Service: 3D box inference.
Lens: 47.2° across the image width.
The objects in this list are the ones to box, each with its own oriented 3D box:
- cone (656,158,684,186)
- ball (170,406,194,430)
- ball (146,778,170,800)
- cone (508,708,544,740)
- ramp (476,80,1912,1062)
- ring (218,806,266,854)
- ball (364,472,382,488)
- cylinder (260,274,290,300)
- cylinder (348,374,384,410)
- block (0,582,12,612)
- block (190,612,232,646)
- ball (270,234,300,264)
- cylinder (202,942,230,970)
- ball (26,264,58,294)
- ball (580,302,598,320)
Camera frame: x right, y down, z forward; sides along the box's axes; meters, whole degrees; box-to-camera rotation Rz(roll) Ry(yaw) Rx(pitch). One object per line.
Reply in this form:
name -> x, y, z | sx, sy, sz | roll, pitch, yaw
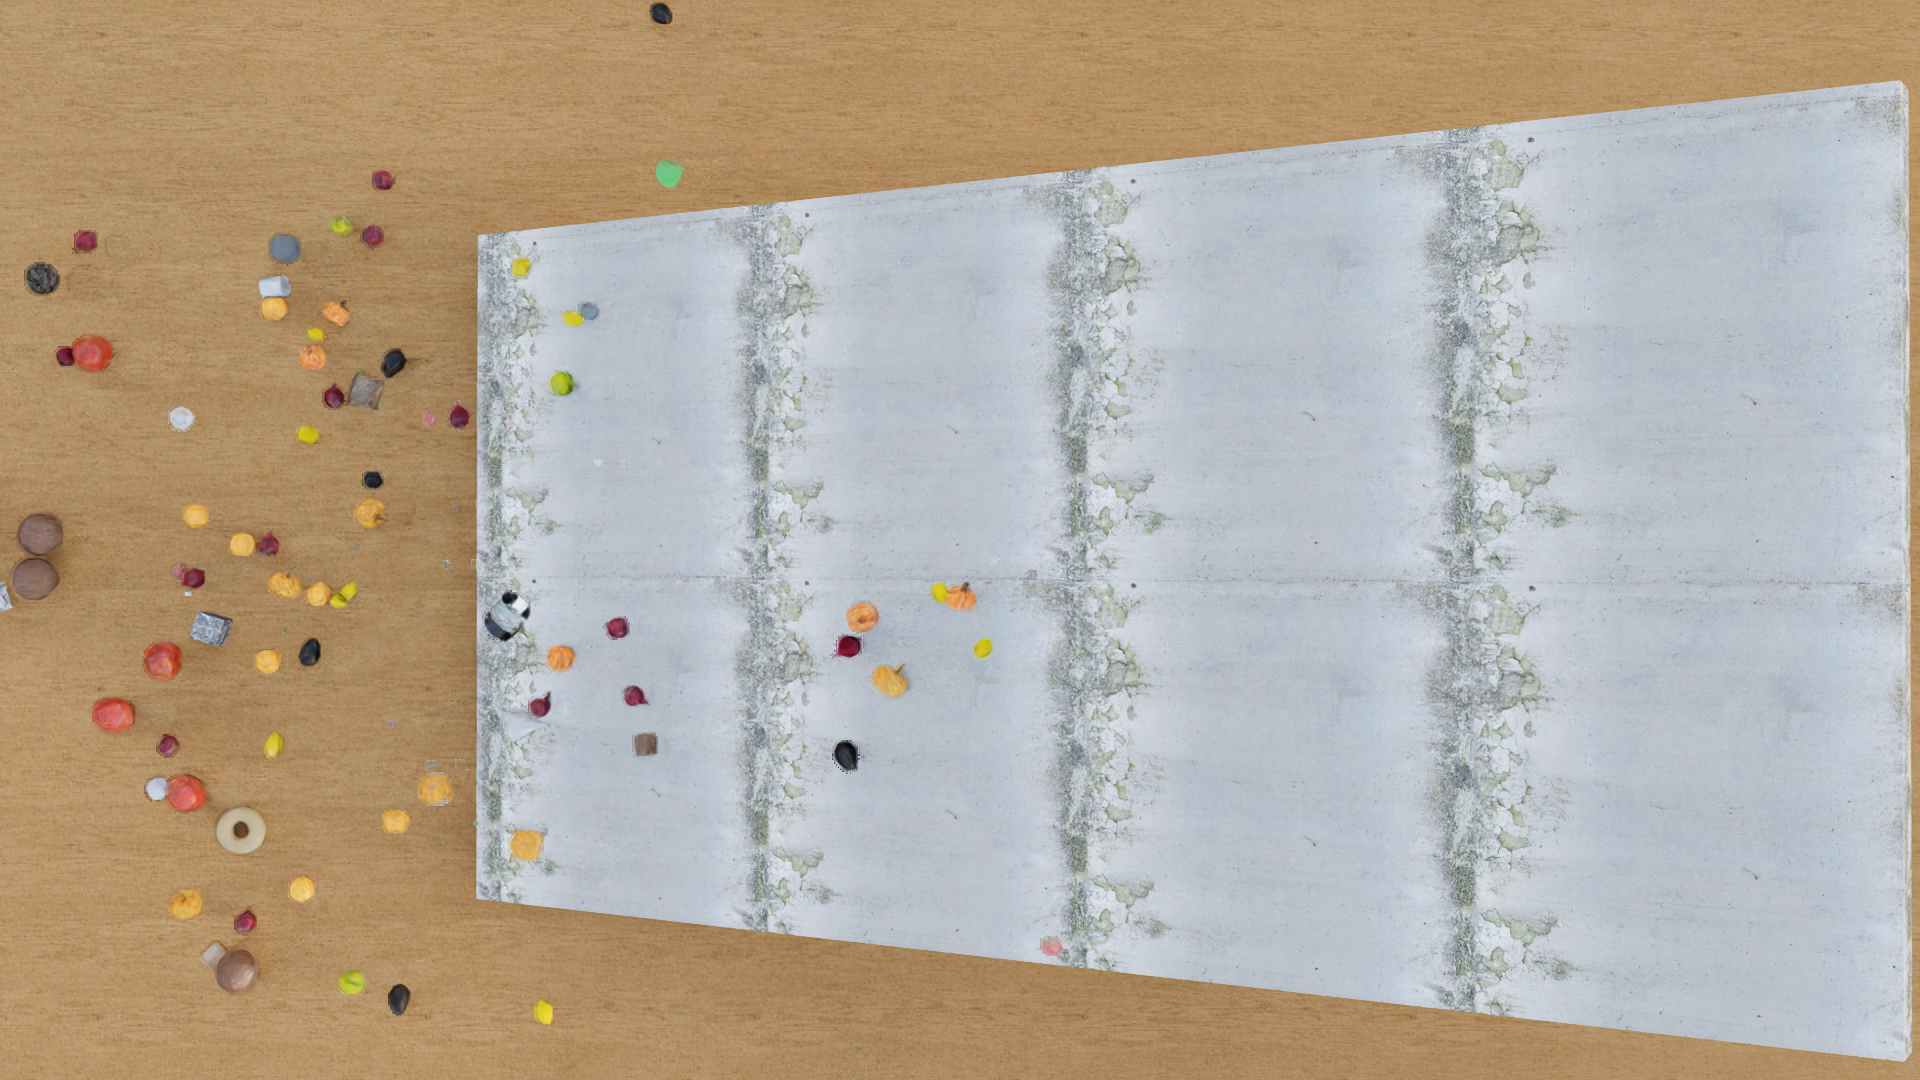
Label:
cone -> -0.857, -1.113, 6.628 | 0.085, 0.085, 0.085 | 0, 89, -40
ball -> -2.364, -0.371, 6.682 | 0.068, 0.068, 0.068 | 0, 89, 0
ball -> -2.431, 0.755, 6.673 | 0.068, 0.068, 0.068 | 0, 89, 0
cone -> -1.269, 0.543, 6.480 | 0.097, 0.097, 0.097 | -1, 89, 6
ramp -> 0.259, 0.071, 5.598 | 4.000, 0.100, 2.000 | 0, 89, 32
ring -> -2.184, 0.882, 6.681 | 0.148, 0.049, 0.148 | 0, 88, 1
ball -> -1.785, -0.181, 6.687 | 0.052, 0.052, 0.052 | 0, 89, 0
cylinder -> -2.082, -0.768, 6.682 | 0.066, 0.066, 0.066 | -7, 89, 10
cylinder -> -1.802, -0.450, 6.669 | 0.091, 0.091, 0.091 | 15, 90, 0
block -> -2.928, 0.181, 6.624 | 0.083, 0.083, 0.083 | -7, 103, 19
block -> -2.270, 0.268, 6.670 | 0.082, 0.082, 0.082 | 19, 90, 0
ball -> -2.049, -0.885, 6.677 | 0.087, 0.087, 0.087 | 0, 89, 0
cylinder -> -2.256, 1.261, 6.672 | 0.059, 0.059, 0.059 | 43, 90, 1
ball -> -2.787, -0.792, 6.676 | 0.089, 0.089, 0.089 | 0, 89, 0
ball -> -1.074, -0.661, 6.362 | 0.051, 0.051, 0.051 | 0, 89, 0
